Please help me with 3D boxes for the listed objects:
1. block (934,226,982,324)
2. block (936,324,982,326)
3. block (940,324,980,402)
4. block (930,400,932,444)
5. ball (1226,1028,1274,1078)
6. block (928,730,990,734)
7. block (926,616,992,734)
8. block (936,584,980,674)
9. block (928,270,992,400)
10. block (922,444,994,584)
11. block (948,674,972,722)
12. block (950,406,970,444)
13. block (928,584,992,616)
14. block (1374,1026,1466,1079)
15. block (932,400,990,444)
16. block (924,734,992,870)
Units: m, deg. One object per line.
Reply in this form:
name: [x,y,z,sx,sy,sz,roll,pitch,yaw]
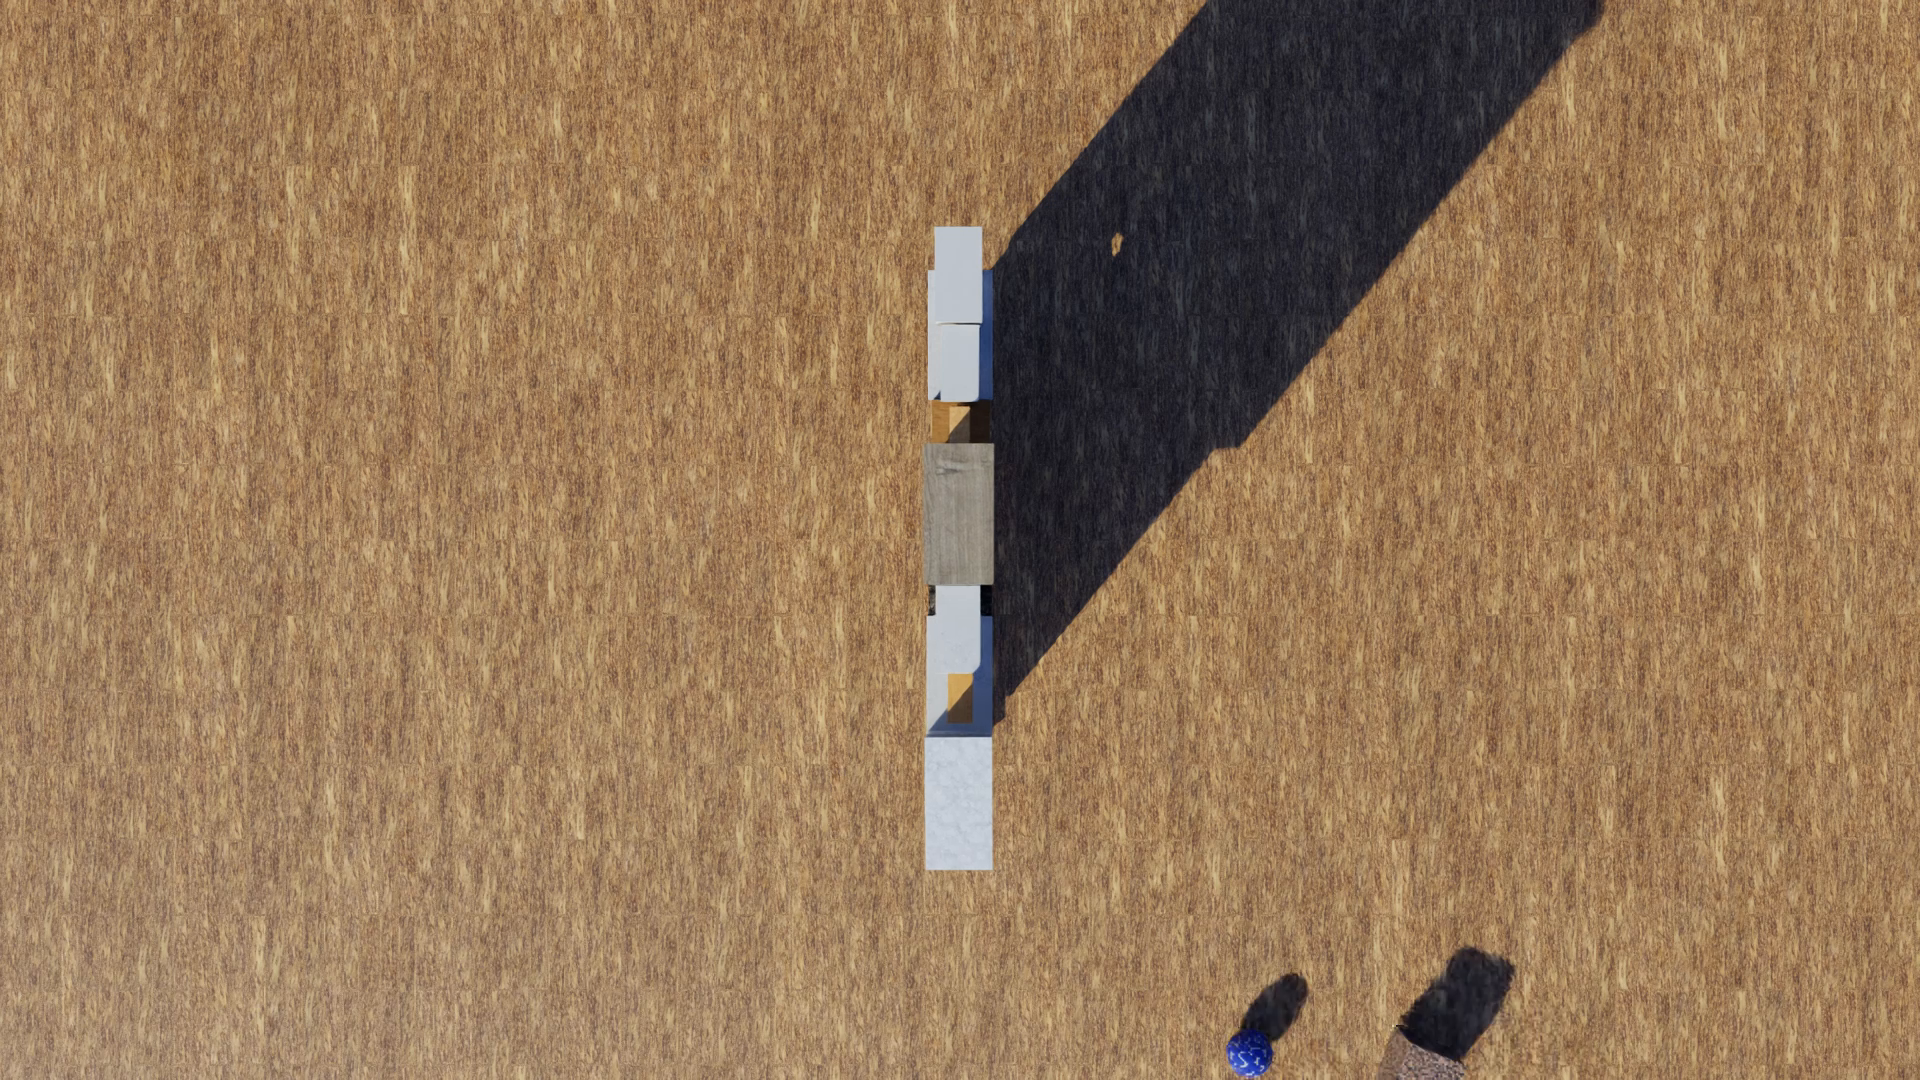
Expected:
block: [-0.004,-0.639,3.982,0.114,0.032,0.229,0,90,0]
block: [-0.003,-0.563,4.113,0.114,0.229,0.032,0,90,0]
block: [0.000,-0.428,4.001,0.092,0.026,0.184,0,90,0]
block: [0.000,-0.403,4.628,0.167,0.047,0.334,0,90,0]
ball: [0.953,1.688,5.423,0.154,0.154,0.154,0,90,0]
block: [-0.003,0.497,3.962,0.153,0.307,0.043,0,90,0]
block: [-0.002,0.354,4.139,0.164,0.047,0.329,0,90,0]
block: [-0.004,0.209,3.892,0.104,0.030,0.209,0,90,0]
block: [0.001,-0.527,4.250,0.165,0.047,0.330,0,90,0]
block: [-0.004,-0.060,3.848,0.164,0.046,0.328,0,90,0]
block: [0.001,0.381,3.987,0.060,0.017,0.121,0,90,0]
block: [-0.001,-0.279,4.091,0.050,0.014,0.101,0,90,1]
block: [0.000,0.250,4.515,0.171,0.049,0.343,0,90,0]
block: [1.505,1.746,5.404,0.192,0.192,0.192,22,90,0]
block: [0.002,-0.209,4.220,0.147,0.042,0.293,0,90,0]
block: [-0.003,0.602,3.792,0.153,0.043,0.307,0,94,0]
